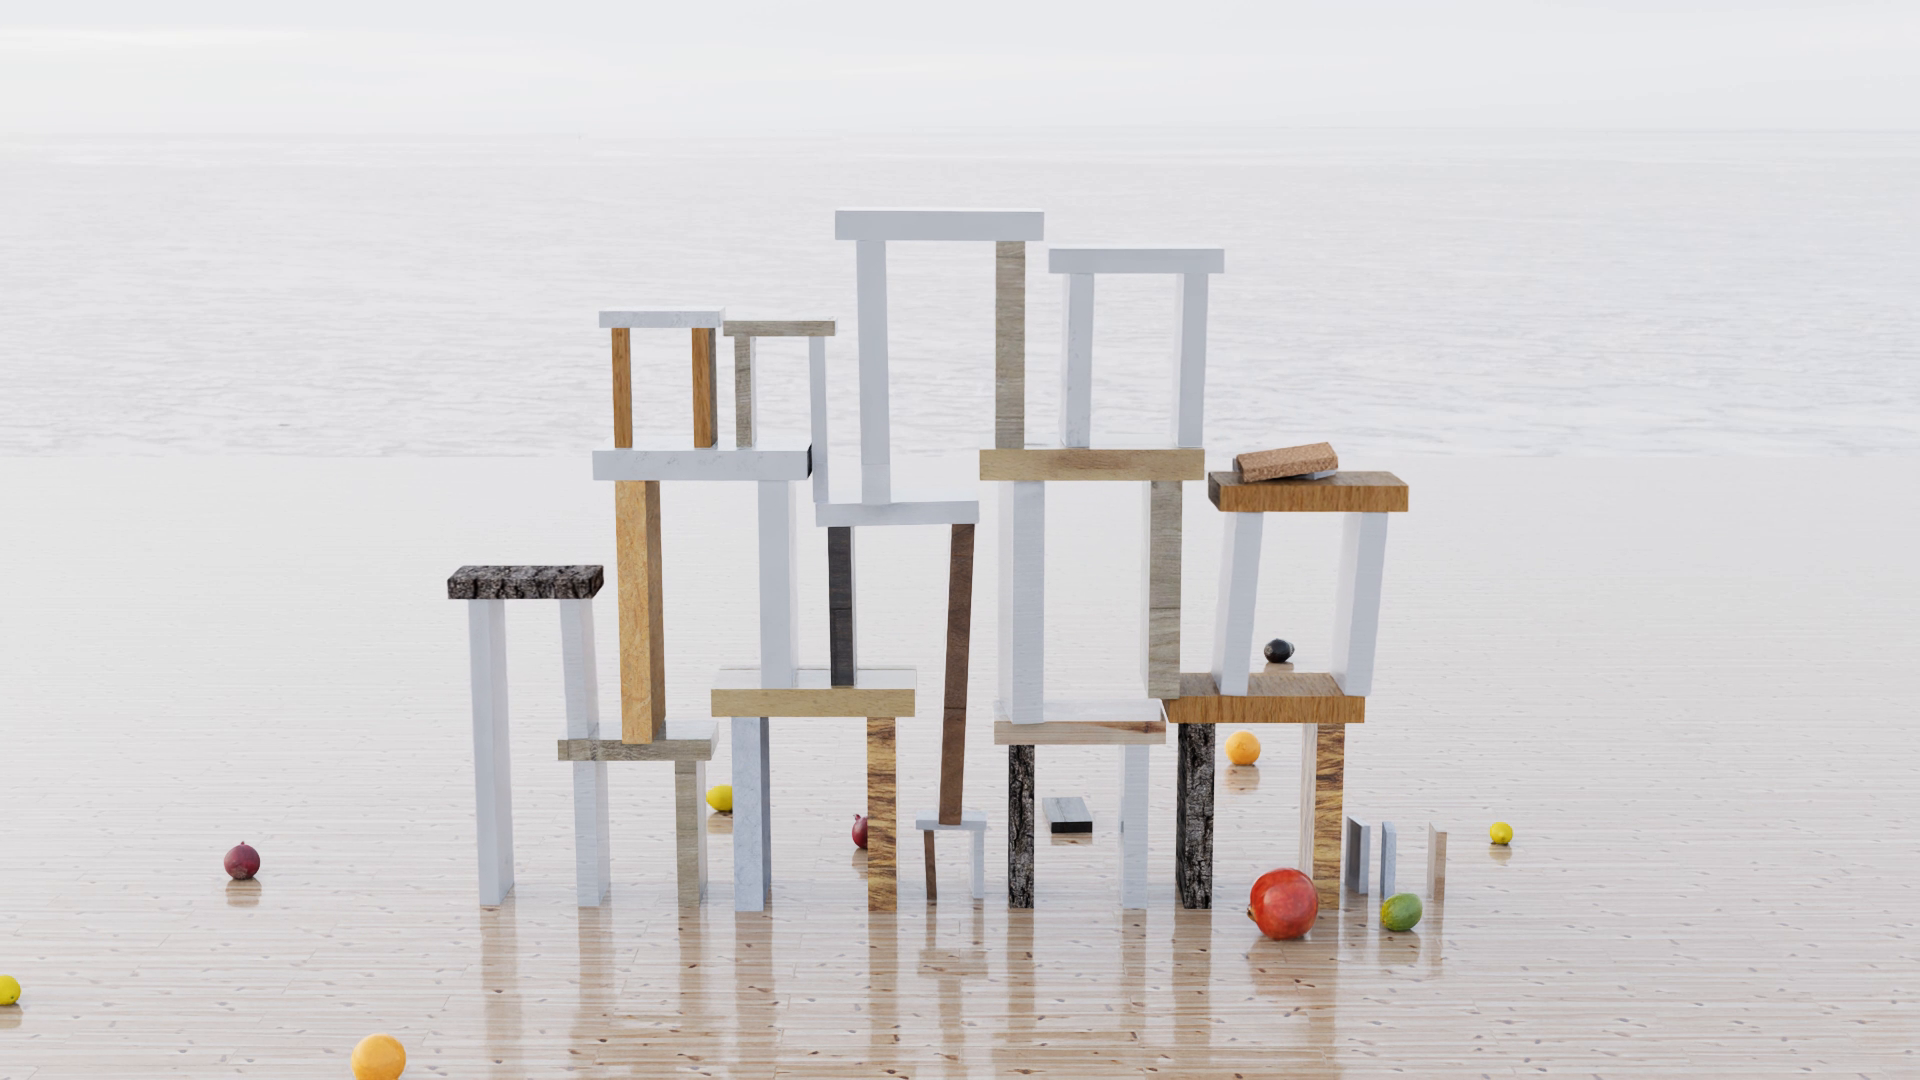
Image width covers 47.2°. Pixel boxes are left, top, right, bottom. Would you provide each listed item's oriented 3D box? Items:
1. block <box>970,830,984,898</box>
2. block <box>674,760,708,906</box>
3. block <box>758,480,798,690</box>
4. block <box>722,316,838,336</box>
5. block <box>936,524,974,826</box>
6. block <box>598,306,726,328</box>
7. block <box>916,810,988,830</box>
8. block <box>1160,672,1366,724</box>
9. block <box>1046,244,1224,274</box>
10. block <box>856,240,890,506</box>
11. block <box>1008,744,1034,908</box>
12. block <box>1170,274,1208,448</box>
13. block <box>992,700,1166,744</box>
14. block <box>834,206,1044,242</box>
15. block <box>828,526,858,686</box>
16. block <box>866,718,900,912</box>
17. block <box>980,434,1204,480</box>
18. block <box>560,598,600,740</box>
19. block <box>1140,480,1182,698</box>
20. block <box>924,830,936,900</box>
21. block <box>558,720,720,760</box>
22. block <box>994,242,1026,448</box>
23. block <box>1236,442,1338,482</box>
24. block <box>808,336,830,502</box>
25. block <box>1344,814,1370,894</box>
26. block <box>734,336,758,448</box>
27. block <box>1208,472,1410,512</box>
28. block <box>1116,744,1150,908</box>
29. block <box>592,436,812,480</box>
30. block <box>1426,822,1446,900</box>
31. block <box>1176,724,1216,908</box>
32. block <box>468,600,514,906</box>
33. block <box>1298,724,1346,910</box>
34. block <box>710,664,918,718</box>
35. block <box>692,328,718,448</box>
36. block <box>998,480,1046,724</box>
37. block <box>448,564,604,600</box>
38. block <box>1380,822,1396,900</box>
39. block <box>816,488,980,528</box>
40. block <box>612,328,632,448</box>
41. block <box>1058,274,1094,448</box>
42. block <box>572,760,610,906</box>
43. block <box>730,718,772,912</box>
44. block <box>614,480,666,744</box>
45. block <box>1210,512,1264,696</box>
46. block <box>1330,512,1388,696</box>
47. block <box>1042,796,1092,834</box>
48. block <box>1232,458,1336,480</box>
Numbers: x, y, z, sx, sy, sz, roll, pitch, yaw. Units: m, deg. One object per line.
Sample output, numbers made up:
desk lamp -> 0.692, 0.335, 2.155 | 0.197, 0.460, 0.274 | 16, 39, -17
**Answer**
block -> 0.028, 0.531, 3.661 | 0.017, 0.117, 0.059 | -1, 10, -7
block -> -0.445, 0.468, 3.647 | 0.035, 0.247, 0.124 | 0, 11, 0
block -> -0.294, 0.057, 3.571 | 0.048, 0.338, 0.169 | 0, 11, 0
block -> -0.284, -0.340, 3.492 | 0.175, 0.025, 0.088 | 0, 11, 0
block -> -0.008, 0.209, 3.616 | 0.037, 0.500, 0.130 | 2, 9, -2
block -> -0.471, -0.354, 3.491 | 0.189, 0.027, 0.095 | 0, 11, 0
block -> -0.013, 0.465, 3.651 | 0.117, 0.017, 0.059 | 1, 10, 2
block -> 0.494, 0.259, 3.612 | 0.314, 0.044, 0.157 | 0, 11, 0
block -> 0.275, -0.445, 3.473 | 0.272, 0.039, 0.136 | 0, 11, 1
block -> -0.138, -0.273, 3.508 | 0.046, 0.414, 0.161 | -1, 11, -2
block -> 0.101, 0.454, 3.641 | 0.039, 0.277, 0.139 | 0, 11, 0
block -> 0.364, -0.292, 3.500 | 0.039, 0.272, 0.136 | 1, 11, 0
block -> 0.194, 0.299, 3.613 | 0.277, 0.039, 0.139 | 0, 11, 0
block -> -0.032, -0.498, 3.466 | 0.322, 0.046, 0.161 | 0, 10, 0
block -> -0.191, 0.095, 3.581 | 0.037, 0.260, 0.130 | -1, 11, 0
block -> -0.126, 0.430, 3.637 | 0.046, 0.327, 0.163 | 0, 11, 0
block -> 0.207, -0.134, 3.532 | 0.353, 0.050, 0.176 | 0, 11, 0
block -> -0.622, 0.198, 3.598 | 0.033, 0.231, 0.116 | -2, 11, 0
block -> 0.325, 0.064, 3.569 | 0.050, 0.353, 0.176 | 0, 11, 0
block -> -0.050, 0.532, 3.659 | 0.017, 0.117, 0.058 | -3, 10, -1
block -> -0.528, 0.329, 3.621 | 0.247, 0.035, 0.124 | 0, 11, 0
block -> 0.078, -0.316, 3.498 | 0.046, 0.322, 0.161 | 0, 11, 0
block -> 0.525, -0.126, 3.529 | 0.150, 0.021, 0.075 | -8, 21, 0
block -> -0.224, -0.197, 3.517 | 0.025, 0.264, 0.088 | -1, 11, -1
block -> 0.667, 0.527, 3.687 | 0.017, 0.118, 0.059 | -3, 11, -14
block -> -0.342, -0.241, 3.510 | 0.025, 0.175, 0.088 | 0, 11, 0
block -> 0.558, -0.079, 3.544 | 0.299, 0.042, 0.149 | 0, 11, -1
block -> 0.286, 0.454, 3.641 | 0.039, 0.277, 0.139 | 0, 11, 0
block -> -0.408, -0.132, 3.535 | 0.338, 0.048, 0.169 | 0, 11, 1
block -> 0.792, 0.533, 3.654 | 0.017, 0.118, 0.059 | 0, 11, 0
block -> 0.389, 0.435, 3.645 | 0.044, 0.314, 0.157 | 0, 11, 0
block -> -0.771, 0.337, 3.624 | 0.033, 0.514, 0.116 | 0, 11, 1
block -> 0.598, 0.435, 3.645 | 0.044, 0.314, 0.157 | 0, 11, 0
block -> -0.235, 0.246, 3.603 | 0.327, 0.046, 0.163 | 0, 11, 0
block -> -0.407, -0.248, 3.510 | 0.027, 0.189, 0.094 | 0, 11, 1
block -> 0.099, 0.084, 3.577 | 0.050, 0.395, 0.176 | -1, 11, -7
block -> -0.704, 0.068, 3.573 | 0.231, 0.033, 0.116 | 0, 11, 0
block -> 0.712, 0.533, 3.653 | 0.017, 0.118, 0.059 | 1, 11, 4
block -> -0.102, -0.053, 3.557 | 0.260, 0.037, 0.130 | -1, 11, -2
block -> -0.539, -0.247, 3.508 | 0.027, 0.189, 0.095 | -1, 11, -7
block -> 0.185, -0.292, 3.505 | 0.039, 0.272, 0.136 | 1, 10, -2
block -> -0.610, 0.468, 3.647 | 0.035, 0.248, 0.124 | 0, 11, 0
block -> -0.344, 0.430, 3.637 | 0.046, 0.327, 0.163 | 0, 11, 0
block -> -0.519, 0.102, 3.579 | 0.048, 0.428, 0.169 | 0, 11, 0
block -> 0.450, 0.089, 3.576 | 0.042, 0.299, 0.149 | 4, 11, 0
block -> 0.647, 0.090, 3.577 | 0.042, 0.299, 0.149 | 3, 11, -1
block -> 0.197, 0.507, 4.058 | 0.075, 0.021, 0.150 | -1, 11, -4
block -> 0.530, -0.121, 3.598 | 0.150, 0.021, 0.075 | 8, 13, 36
